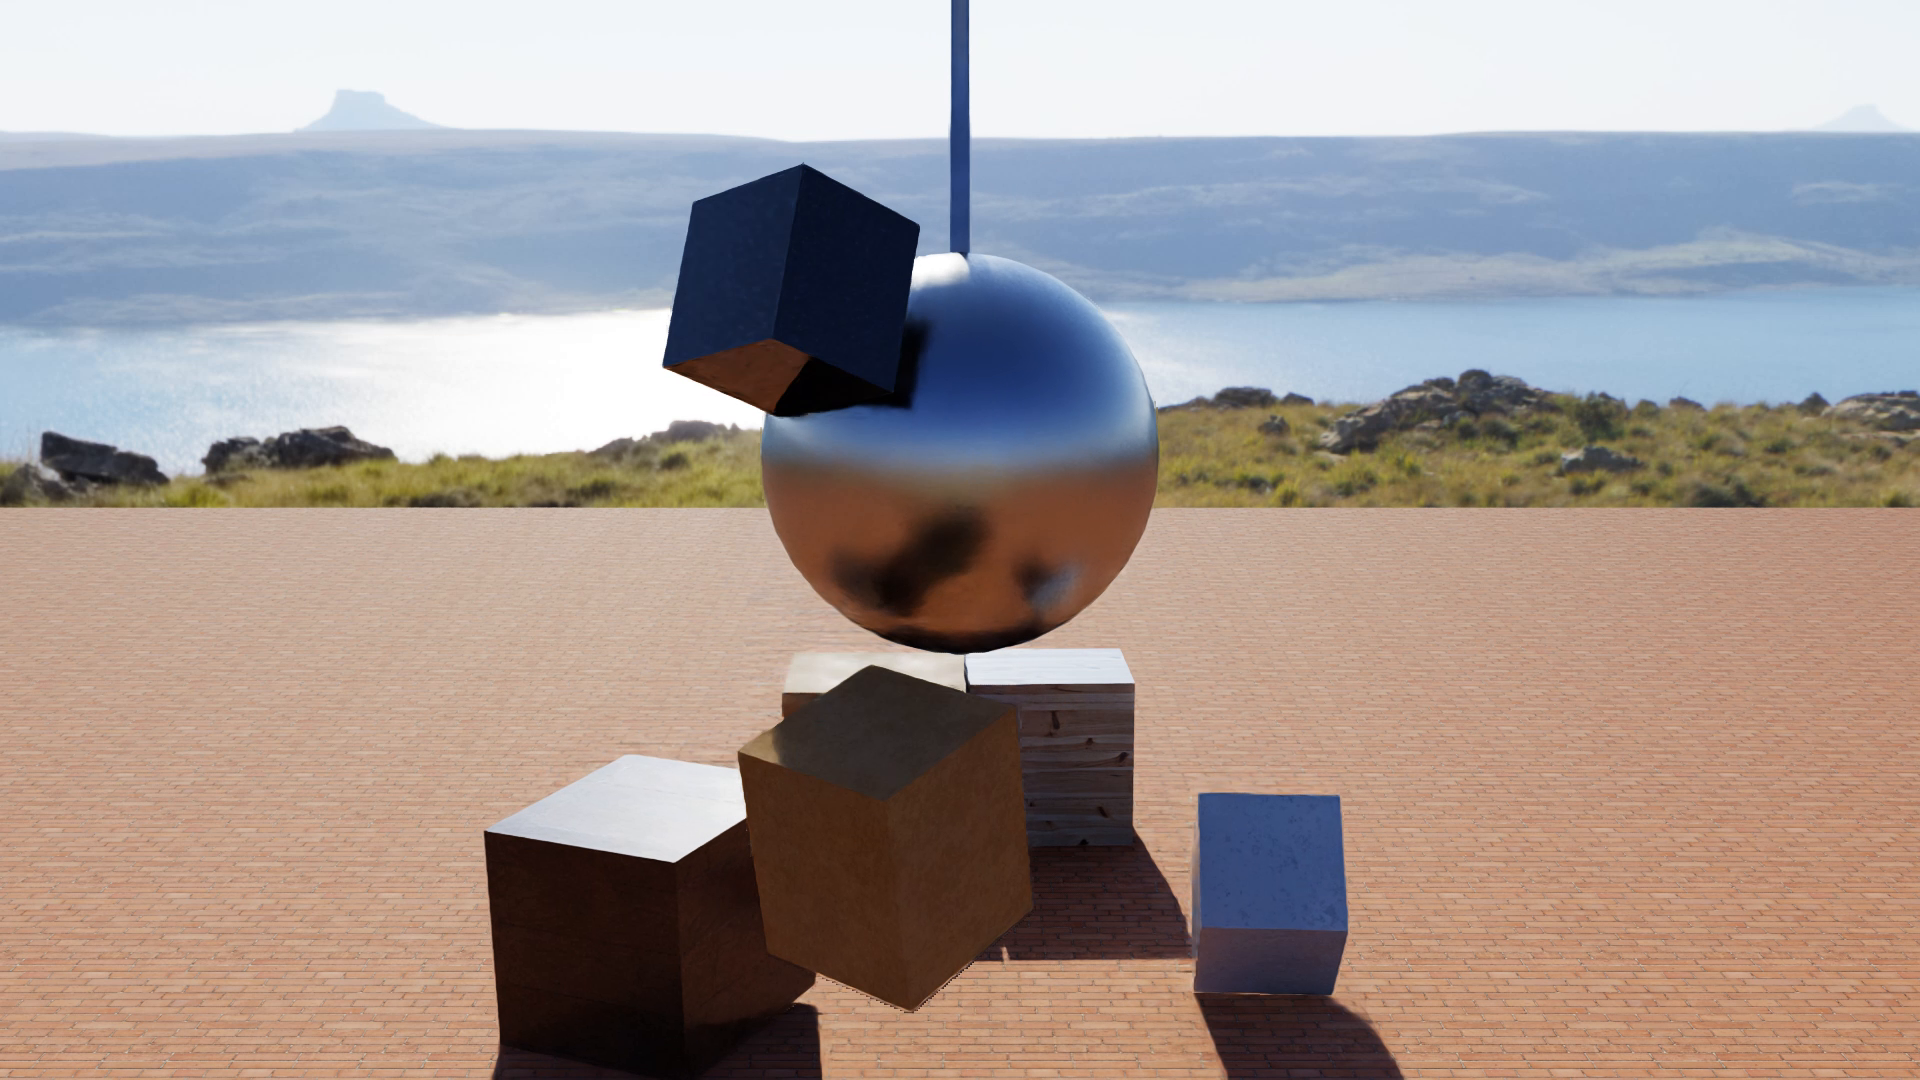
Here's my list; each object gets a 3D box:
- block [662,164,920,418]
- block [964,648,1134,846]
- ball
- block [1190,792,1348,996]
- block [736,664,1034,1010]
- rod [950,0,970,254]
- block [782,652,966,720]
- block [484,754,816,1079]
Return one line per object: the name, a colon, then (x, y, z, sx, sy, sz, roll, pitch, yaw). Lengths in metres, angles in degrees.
block: (-0.618, -0.895, 8.058, 0.569, 0.662, 0.646, 22, -21, -40)
block: (0.448, 1.060, 11.380, 0.826, 0.842, 0.754, 0, 10, -2)
ball: (0.000, -0.344, 8.816, 1.600, 1.600, 1.600, 0, 10, 0)
block: (1.261, 1.464, 9.077, 0.576, 0.627, 0.601, 1, 55, 3)
block: (-0.241, 0.995, 7.503, 0.641, 0.809, 0.687, 14, 31, 36)
rod: (0.000, -3.671, 9.516, 0.080, 5.200, 0.080, 0, -12, 0)
block: (-0.427, 1.078, 11.361, 0.902, 0.814, 0.861, 0, 10, 0)
block: (-1.213, 1.478, 8.782, 0.869, 0.895, 0.977, 5, 15, 25)
